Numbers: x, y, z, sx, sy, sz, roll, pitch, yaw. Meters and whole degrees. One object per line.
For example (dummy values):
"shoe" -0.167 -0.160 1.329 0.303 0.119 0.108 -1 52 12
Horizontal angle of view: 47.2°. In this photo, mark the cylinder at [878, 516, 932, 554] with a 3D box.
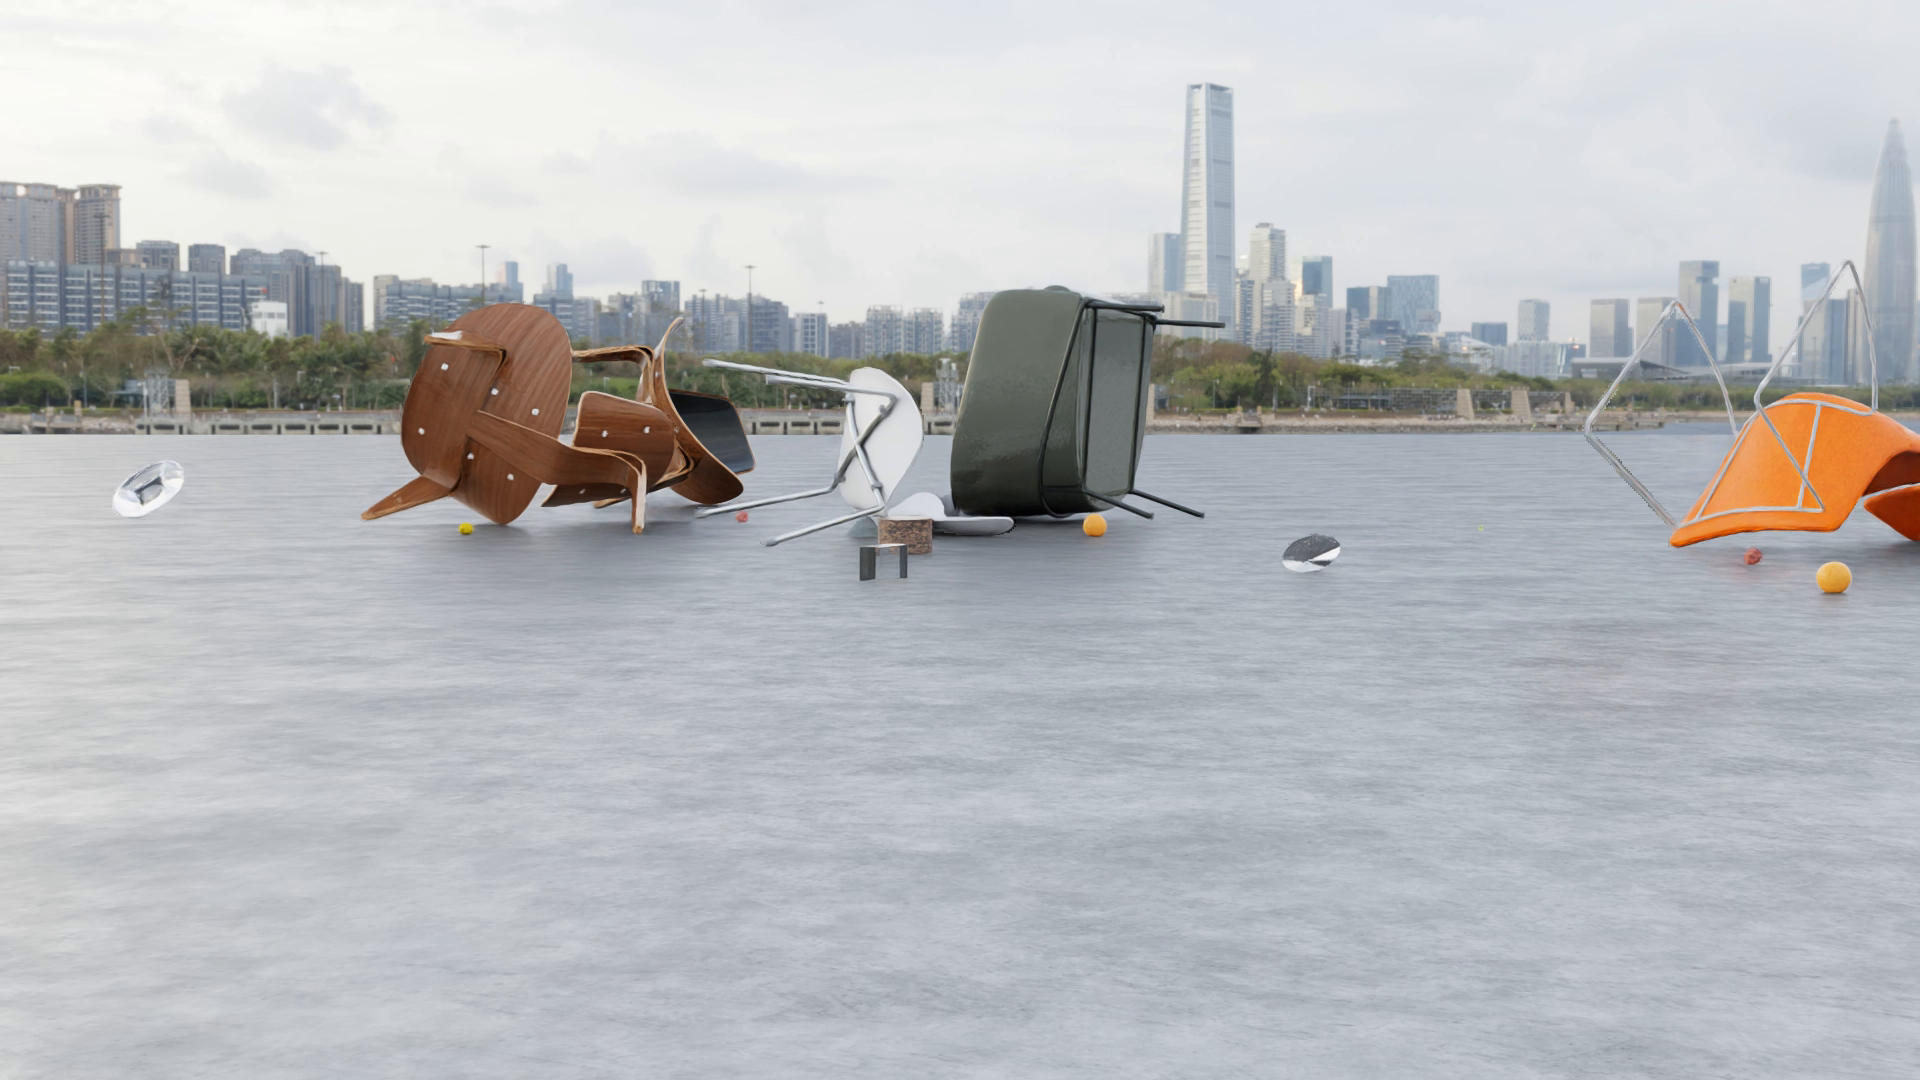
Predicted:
"cylinder" -0.151 -0.014 6.055 0.148 0.094 0.186 1 4 11

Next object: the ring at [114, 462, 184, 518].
"ring" -2.859 -0.180 7.753 0.186 0.097 0.281 7 39 34

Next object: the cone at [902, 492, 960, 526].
"cone" -0.139 -0.077 7.266 0.264 0.104 0.124 -12 41 9

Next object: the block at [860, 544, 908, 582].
"block" -0.180 0.053 5.180 0.055 0.081 0.125 2 5 30

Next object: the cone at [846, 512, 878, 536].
"cone" -0.289 -0.050 6.722 0.129 0.075 0.068 0 4 3
